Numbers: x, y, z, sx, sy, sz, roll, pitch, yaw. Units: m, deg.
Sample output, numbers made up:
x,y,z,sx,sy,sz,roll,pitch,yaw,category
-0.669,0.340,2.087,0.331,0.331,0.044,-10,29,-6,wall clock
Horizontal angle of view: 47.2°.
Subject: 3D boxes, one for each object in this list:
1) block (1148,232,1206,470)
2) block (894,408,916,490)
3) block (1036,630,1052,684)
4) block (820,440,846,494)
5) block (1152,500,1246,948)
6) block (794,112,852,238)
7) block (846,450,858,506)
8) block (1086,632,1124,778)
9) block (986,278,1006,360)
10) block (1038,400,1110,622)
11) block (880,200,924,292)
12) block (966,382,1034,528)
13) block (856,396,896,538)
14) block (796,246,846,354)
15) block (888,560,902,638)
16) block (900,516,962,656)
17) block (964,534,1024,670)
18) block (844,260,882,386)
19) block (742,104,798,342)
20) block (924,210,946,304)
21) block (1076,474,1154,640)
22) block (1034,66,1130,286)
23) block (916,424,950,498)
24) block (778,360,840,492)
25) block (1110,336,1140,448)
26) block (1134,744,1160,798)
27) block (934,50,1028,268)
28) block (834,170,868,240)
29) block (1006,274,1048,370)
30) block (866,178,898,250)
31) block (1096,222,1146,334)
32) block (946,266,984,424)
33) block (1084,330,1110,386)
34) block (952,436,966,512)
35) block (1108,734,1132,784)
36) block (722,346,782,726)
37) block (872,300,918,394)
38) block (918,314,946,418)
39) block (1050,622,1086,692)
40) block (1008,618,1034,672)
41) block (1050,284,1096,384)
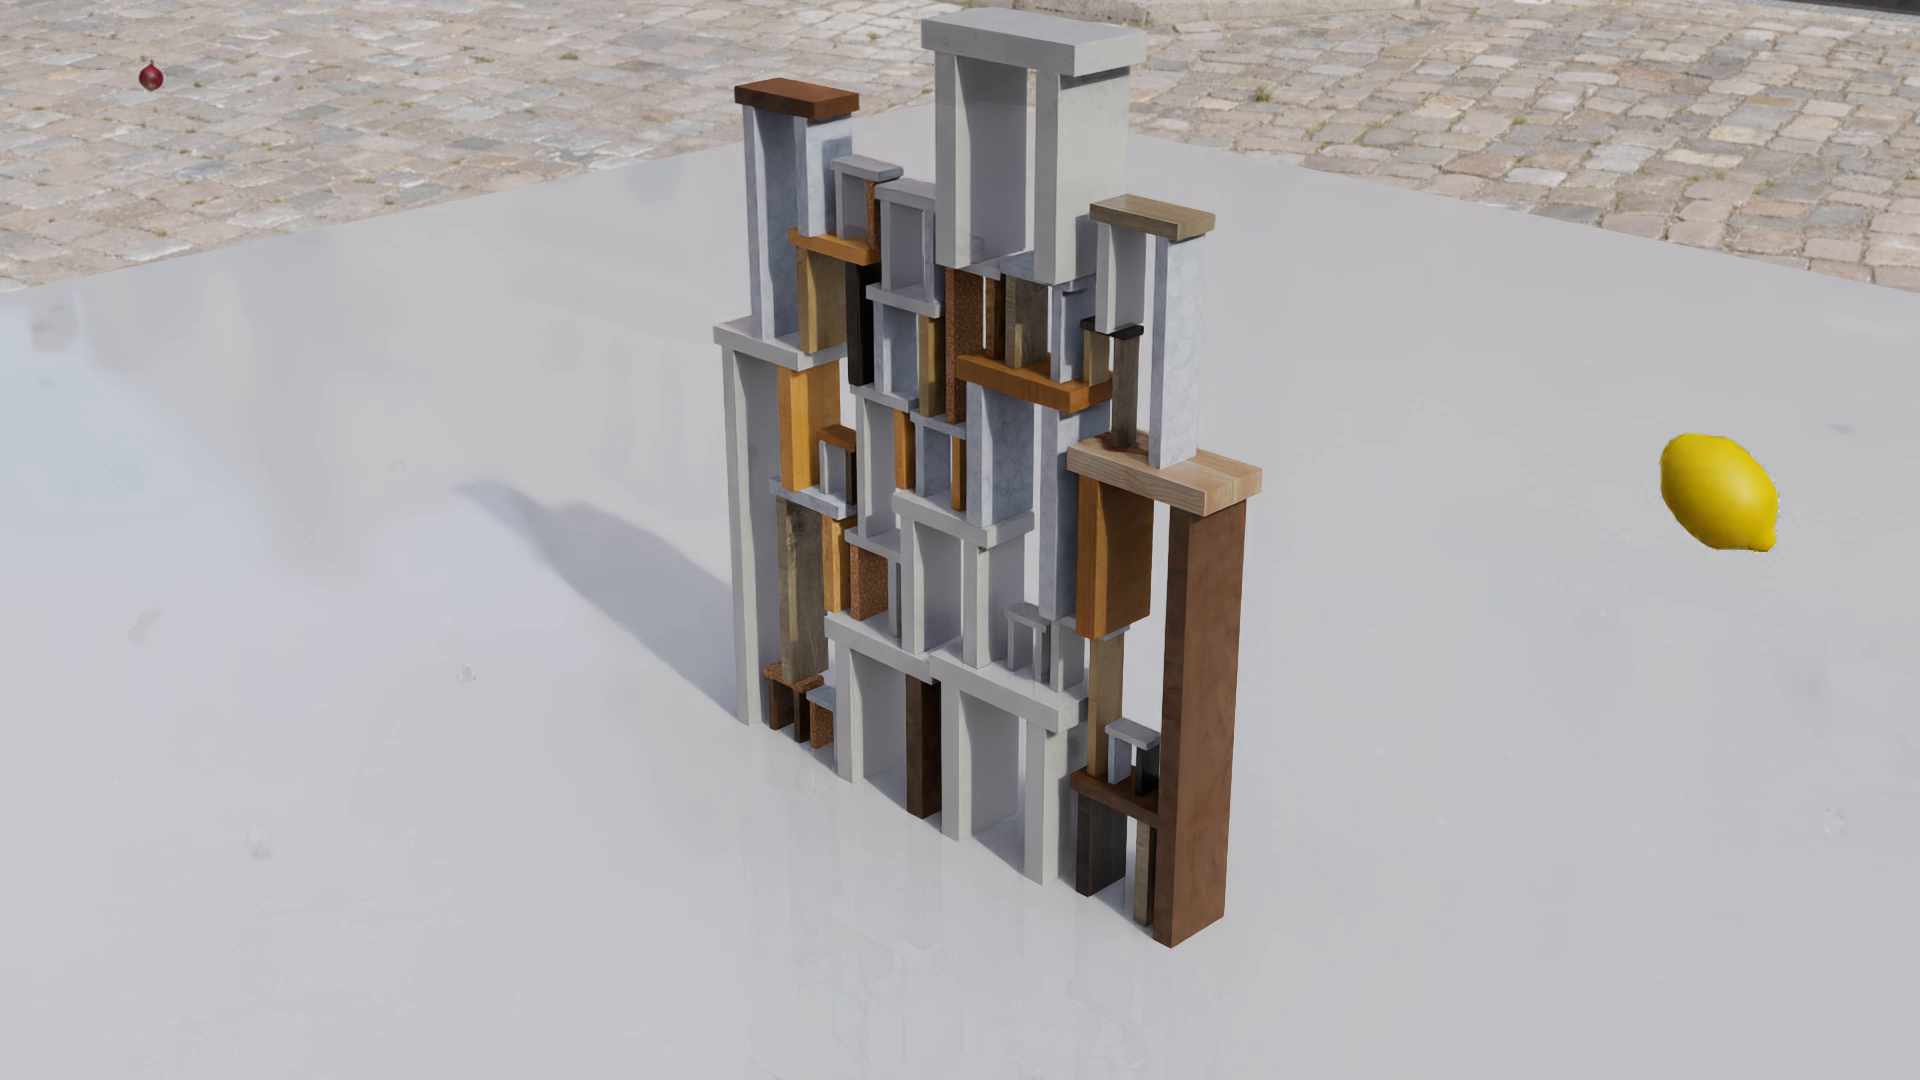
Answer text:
x,y,z,sx,sy,sz,roll,pitch,yaw,category
0.363,-0.321,3.690,0.095,0.402,0.027,-21,31,-41,block
-0.089,-0.185,4.244,0.081,0.163,0.023,-21,31,-41,block
0.166,0.211,4.134,0.015,0.108,0.054,21,31,41,block
-0.256,-0.154,4.440,0.058,0.115,0.016,-20,30,-38,block
0.423,0.322,3.902,0.154,0.860,0.044,-21,31,-41,block
-0.258,-0.702,4.196,0.114,0.229,0.032,-21,31,-40,block
-0.201,-0.132,4.390,0.016,0.115,0.058,21,31,40,block
0.269,0.298,4.064,0.072,0.285,0.020,-21,31,-41,block
0.081,-0.407,3.968,0.022,0.152,0.076,21,31,41,block
0.206,-0.063,3.976,0.039,0.408,0.139,21,31,41,block
-0.108,-0.557,4.102,0.024,0.171,0.085,21,31,40,block
0.075,-0.174,4.070,0.039,0.278,0.139,21,31,40,block
-0.166,-0.153,4.340,0.081,0.298,0.023,-21,31,-40,block
-0.269,-0.482,4.317,0.106,0.211,0.030,-21,31,-40,block
-0.105,0.105,4.387,0.023,0.166,0.083,21,31,41,block
-0.056,0.071,4.309,0.036,0.287,0.129,21,31,41,block
0.065,0.105,4.192,0.036,0.257,0.129,21,31,41,block
-0.169,-0.426,4.232,0.030,0.244,0.106,21,31,41,block
-0.365,-0.632,4.343,0.032,0.470,0.114,21,31,41,block
-0.026,-0.525,4.028,0.024,0.171,0.086,21,31,40,block
0.278,0.011,3.928,0.154,0.308,0.044,-21,31,-41,block
0.206,-0.627,3.729,0.178,0.356,0.050,-21,31,-41,block
-0.051,-0.161,4.207,0.074,0.148,0.021,-21,31,-40,block
-0.303,-0.241,4.454,0.131,0.263,0.037,-21,31,-40,block
0.286,-0.260,3.809,0.051,0.197,0.014,-21,31,-41,block
0.343,0.416,4.022,0.014,0.100,0.050,21,31,41,block
0.038,-0.684,3.888,0.178,0.377,0.050,-21,31,-40,block
-0.206,-0.642,4.180,0.065,0.131,0.018,-22,31,-40,block
0.119,-0.398,3.923,0.085,0.170,0.024,-21,31,-41,block
-0.144,-0.617,4.124,0.065,0.131,0.018,-21,31,-40,block
0.273,-0.454,3.731,0.027,0.191,0.095,21,31,40,block
0.009,-0.366,4.063,0.022,0.301,0.076,21,31,41,block
0.238,-0.323,3.834,0.014,0.102,0.051,21,30,41,block
0.018,-0.134,4.143,0.021,0.148,0.074,21,31,41,block
0.296,0.397,4.065,0.014,0.100,0.050,21,31,41,block
-0.427,-0.013,4.686,0.037,0.863,0.131,21,31,41,block
-0.123,-0.376,4.194,0.026,0.182,0.091,20,30,39,block
-0.035,-0.336,4.121,0.091,0.199,0.026,-21,31,-40,block
0.201,0.206,4.098,0.020,0.144,0.072,21,31,41,block
0.115,0.191,4.181,0.015,0.108,0.054,21,31,41,block
0.198,-0.367,3.851,0.085,0.170,0.024,-20,30,-38,block
